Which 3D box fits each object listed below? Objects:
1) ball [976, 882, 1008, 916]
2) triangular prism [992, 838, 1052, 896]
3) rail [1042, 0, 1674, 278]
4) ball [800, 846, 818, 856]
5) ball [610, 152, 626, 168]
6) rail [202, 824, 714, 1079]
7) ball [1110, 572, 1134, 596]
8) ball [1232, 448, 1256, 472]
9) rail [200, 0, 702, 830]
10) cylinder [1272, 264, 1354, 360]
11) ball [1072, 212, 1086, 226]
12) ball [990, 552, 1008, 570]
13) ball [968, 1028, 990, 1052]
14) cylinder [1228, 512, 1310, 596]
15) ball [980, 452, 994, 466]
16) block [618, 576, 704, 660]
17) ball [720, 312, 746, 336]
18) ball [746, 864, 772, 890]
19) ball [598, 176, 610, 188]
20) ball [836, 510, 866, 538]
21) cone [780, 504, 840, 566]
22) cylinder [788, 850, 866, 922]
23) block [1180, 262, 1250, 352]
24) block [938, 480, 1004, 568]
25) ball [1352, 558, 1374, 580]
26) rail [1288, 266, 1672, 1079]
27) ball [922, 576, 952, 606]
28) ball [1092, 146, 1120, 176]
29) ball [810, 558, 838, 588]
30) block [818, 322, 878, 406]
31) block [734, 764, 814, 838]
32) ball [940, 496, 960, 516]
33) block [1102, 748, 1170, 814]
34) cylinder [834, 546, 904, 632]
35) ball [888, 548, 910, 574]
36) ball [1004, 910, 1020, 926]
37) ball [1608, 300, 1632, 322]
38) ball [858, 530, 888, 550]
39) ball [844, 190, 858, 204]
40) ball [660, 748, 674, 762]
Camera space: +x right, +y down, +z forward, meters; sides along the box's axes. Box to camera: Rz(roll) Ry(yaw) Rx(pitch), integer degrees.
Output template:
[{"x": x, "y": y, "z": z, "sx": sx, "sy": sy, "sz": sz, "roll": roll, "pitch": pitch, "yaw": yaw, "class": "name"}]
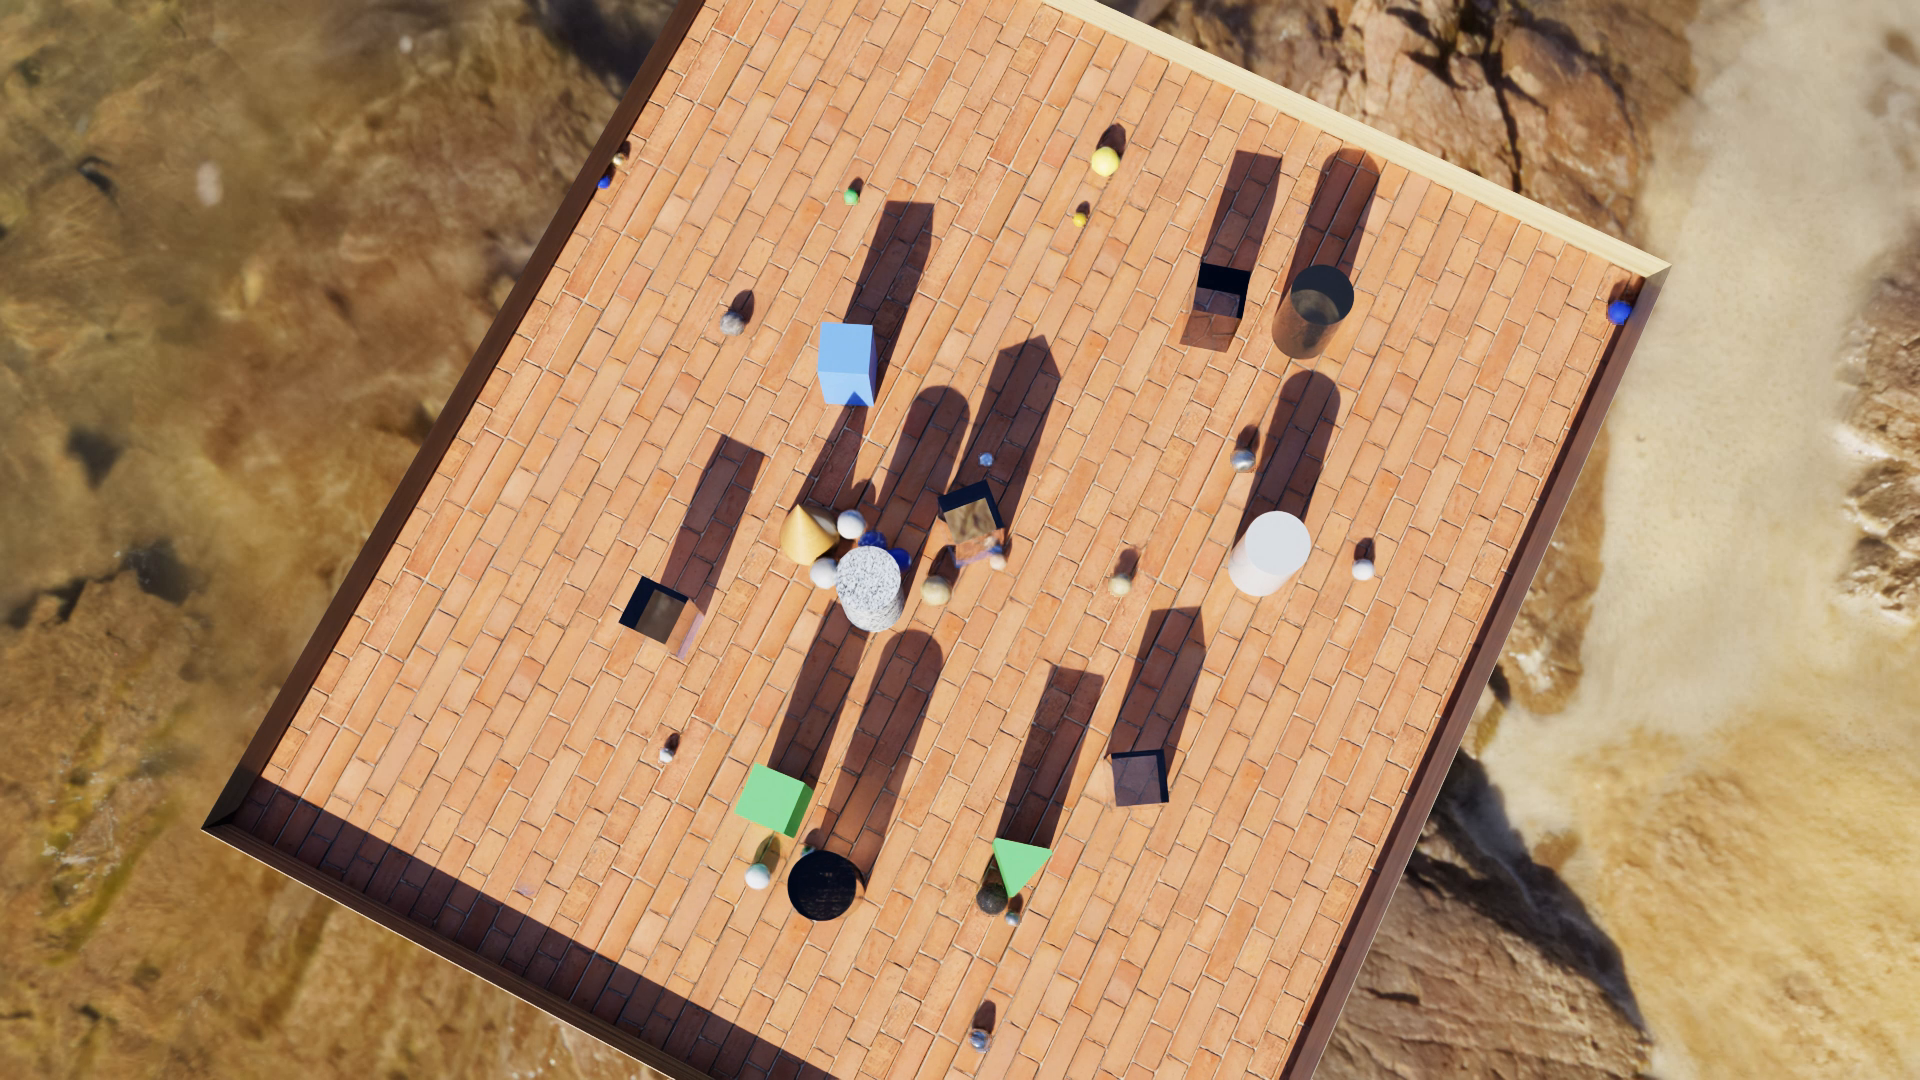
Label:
[{"x": 0.094, "y": 1.048, "z": 5.352, "sx": 0.093, "sy": 0.093, "sz": 0.093, "roll": 0, "pitch": 78, "yaw": 0, "class": "ball"}, {"x": 0.149, "y": 0.912, "z": 5.249, "sx": 0.142, "sy": 0.350, "sz": 0.163, "roll": 42, "pitch": 81, "yaw": 8, "class": "triangular prism"}, {"x": 0.776, "y": -1.514, "z": 5.866, "sx": 3.173, "sy": 0.123, "sz": 0.045, "roll": 26, "pitch": 80, "yaw": 5, "class": "rail"}, {"x": -0.445, "y": 0.925, "z": 5.400, "sx": 0.050, "sy": 0.050, "sz": 0.050, "roll": 0, "pitch": 78, "yaw": 0, "class": "ball"}, {"x": -1.091, "y": -1.213, "z": 5.843, "sx": 0.048, "sy": 0.048, "sz": 0.048, "roll": 0, "pitch": 78, "yaw": 0, "class": "ball"}, {"x": -0.776, "y": 1.527, "z": 5.237, "sx": 3.173, "sy": 0.123, "sz": 0.045, "roll": 26, "pitch": 80, "yaw": 5, "class": "rail"}, {"x": 0.489, "y": 0.132, "z": 5.553, "sx": 0.071, "sy": 0.071, "sz": 0.071, "roll": 0, "pitch": 78, "yaw": 0, "class": "ball"}, {"x": 0.872, "y": -0.247, "z": 5.630, "sx": 0.073, "sy": 0.073, "sz": 0.073, "roll": 0, "pitch": 78, "yaw": 0, "class": "ball"}, {"x": -1.398, "y": -0.678, "z": 5.693, "sx": 0.045, "sy": 0.123, "sz": 3.519, "roll": 26, "pitch": 80, "yaw": 5, "class": "rail"}, {"x": 1.072, "y": -0.690, "z": 5.585, "sx": 0.189, "sy": 0.341, "sz": 0.189, "roll": 0, "pitch": 78, "yaw": 0, "class": "cylinder"}, {"x": 0.378, "y": -1.015, "z": 5.804, "sx": 0.044, "sy": 0.044, "sz": 0.044, "roll": 0, "pitch": 78, "yaw": 0, "class": "ball"}, {"x": 0.116, "y": 0.064, "z": 5.575, "sx": 0.054, "sy": 0.054, "sz": 0.054, "roll": 0, "pitch": 78, "yaw": 0, "class": "ball"}, {"x": 0.054, "y": 1.441, "z": 5.285, "sx": 0.066, "sy": 0.066, "sz": 0.066, "roll": 0, "pitch": 78, "yaw": 0, "class": "ball"}, {"x": 0.912, "y": 0.044, "z": 5.430, "sx": 0.189, "sy": 0.347, "sz": 0.189, "roll": 0, "pitch": 78, "yaw": 0, "class": "cylinder"}, {"x": 0.081, "y": -0.247, "z": 5.646, "sx": 0.042, "sy": 0.042, "sz": 0.042, "roll": 0, "pitch": 78, "yaw": 0, "class": "ball"}, {"x": -0.875, "y": 0.234, "z": 5.397, "sx": 0.151, "sy": 0.336, "sz": 0.151, "roll": 25, "pitch": 79, "yaw": 5, "class": "block"}, {"x": -0.707, "y": -0.674, "z": 5.717, "sx": 0.077, "sy": 0.077, "sz": 0.077, "roll": 0, "pitch": 78, "yaw": 0, "class": "ball"}, {"x": -0.591, "y": 0.988, "z": 5.374, "sx": 0.075, "sy": 0.075, "sz": 0.075, "roll": 0, "pitch": 78, "yaw": 0, "class": "ball"}, {"x": -1.134, "y": -1.139, "z": 5.830, "sx": 0.043, "sy": 0.043, "sz": 0.043, "roll": 0, "pitch": 78, "yaw": 0, "class": "ball"}, {"x": -0.331, "y": -0.049, "z": 5.581, "sx": 0.090, "sy": 0.090, "sz": 0.090, "roll": 0, "pitch": 78, "yaw": 0, "class": "ball"}, {"x": -0.459, "y": -0.058, "z": 5.407, "sx": 0.189, "sy": 0.434, "sz": 0.189, "roll": 0, "pitch": 78, "yaw": 0, "class": "cone"}, {"x": -0.374, "y": 0.982, "z": 5.186, "sx": 0.189, "sy": 0.446, "sz": 0.189, "roll": 0, "pitch": 78, "yaw": 0, "class": "cylinder"}, {"x": 0.775, "y": -0.706, "z": 5.593, "sx": 0.151, "sy": 0.331, "sz": 0.151, "roll": 11, "pitch": 79, "yaw": 2, "class": "block"}, {"x": 0.031, "y": -0.043, "z": 5.439, "sx": 0.151, "sy": 0.365, "sz": 0.151, "roll": -20, "pitch": 79, "yaw": -4, "class": "block"}, {"x": 1.221, "y": 0.090, "z": 5.564, "sx": 0.066, "sy": 0.066, "sz": 0.066, "roll": 0, "pitch": 78, "yaw": 0, "class": "ball"}, {"x": 1.398, "y": 0.691, "z": 5.410, "sx": 0.045, "sy": 0.123, "sz": 3.519, "roll": 26, "pitch": 80, "yaw": 5, "class": "rail"}, {"x": -0.070, "y": 0.152, "z": 5.538, "sx": 0.092, "sy": 0.092, "sz": 0.092, "roll": 0, "pitch": 78, "yaw": 0, "class": "ball"}, {"x": 0.461, "y": -1.202, "z": 5.819, "sx": 0.091, "sy": 0.091, "sz": 0.091, "roll": 0, "pitch": 78, "yaw": 0, "class": "ball"}, {"x": -0.405, "y": 0.099, "z": 5.548, "sx": 0.094, "sy": 0.094, "sz": 0.094, "roll": 0, "pitch": 78, "yaw": 0, "class": "ball"}, {"x": -0.338, "y": -0.529, "z": 5.551, "sx": 0.151, "sy": 0.342, "sz": 0.151, "roll": 4, "pitch": 78, "yaw": 1, "class": "block"}, {"x": -0.533, "y": 0.755, "z": 5.284, "sx": 0.151, "sy": 0.345, "sz": 0.151, "roll": 22, "pitch": 79, "yaw": 4, "class": "block"}, {"x": -0.031, "y": -0.105, "z": 5.608, "sx": 0.059, "sy": 0.059, "sz": 0.059, "roll": 0, "pitch": 78, "yaw": 0, "class": "ball"}, {"x": 0.508, "y": 0.701, "z": 5.316, "sx": 0.151, "sy": 0.303, "sz": 0.151, "roll": -5, "pitch": 78, "yaw": -1, "class": "block"}, {"x": -0.262, "y": 0.148, "z": 5.387, "sx": 0.189, "sy": 0.388, "sz": 0.189, "roll": 0, "pitch": 78, "yaw": 0, "class": "cylinder"}, {"x": -0.191, "y": 0.065, "z": 5.560, "sx": 0.085, "sy": 0.085, "sz": 0.085, "roll": 0, "pitch": 78, "yaw": 0, "class": "ball"}, {"x": 0.151, "y": 1.106, "z": 5.365, "sx": 0.044, "sy": 0.044, "sz": 0.044, "roll": 0, "pitch": 78, "yaw": 0, "class": "ball"}, {"x": 2.062, "y": -0.715, "z": 5.728, "sx": 0.072, "sy": 0.072, "sz": 0.072, "roll": 0, "pitch": 78, "yaw": 0, "class": "ball"}, {"x": -0.264, "y": 0.014, "z": 5.567, "sx": 0.091, "sy": 0.091, "sz": 0.091, "roll": 0, "pitch": 78, "yaw": 0, "class": "ball"}, {"x": -0.346, "y": -1.091, "z": 5.819, "sx": 0.046, "sy": 0.046, "sz": 0.046, "roll": 0, "pitch": 78, "yaw": 0, "class": "ball"}, {"x": -0.874, "y": 0.642, "z": 5.462, "sx": 0.042, "sy": 0.042, "sz": 0.042, "roll": 0, "pitch": 78, "yaw": 0, "class": "ball"}]
